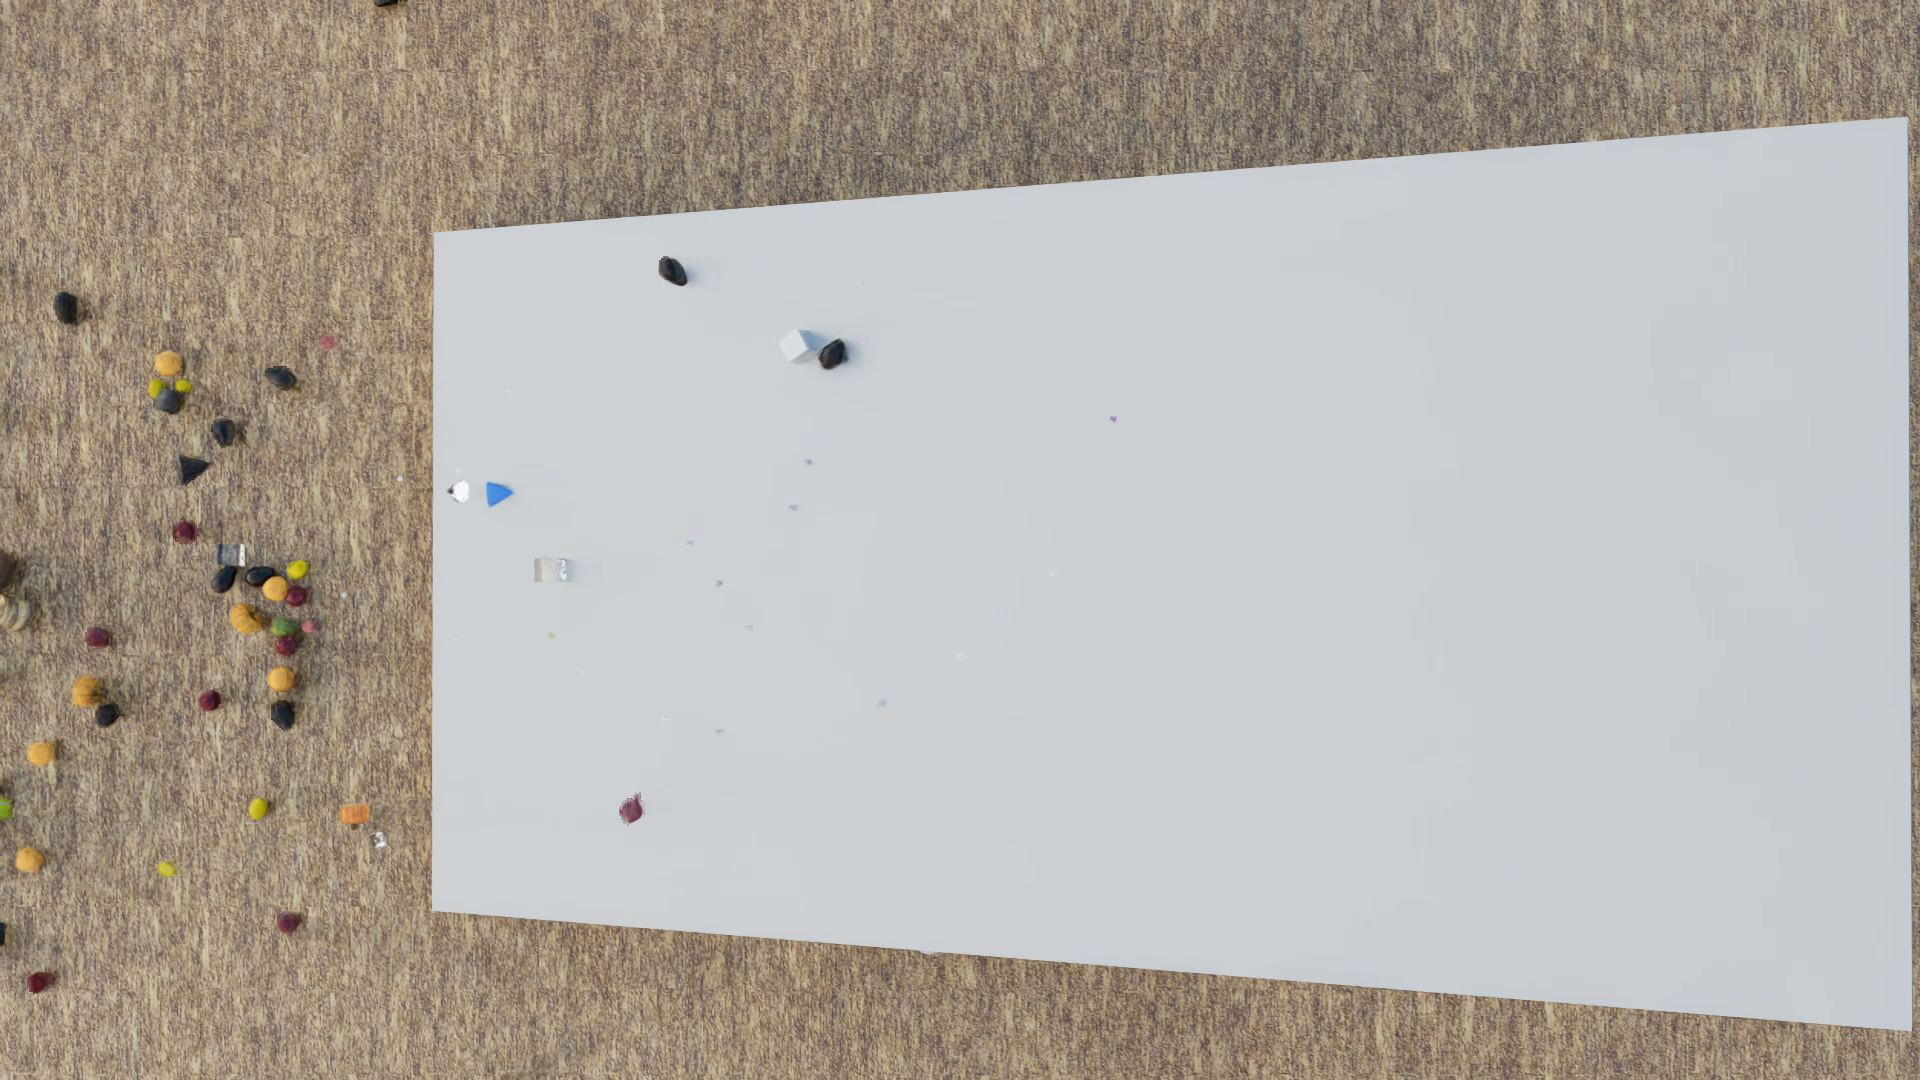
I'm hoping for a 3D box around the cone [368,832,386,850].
[{"bbox_3d":[-1.737,0.902,6.536,0.055,0.055,0.055,0,99,-2],"label":"cone"}]

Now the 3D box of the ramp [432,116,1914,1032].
[{"bbox_3d":[0.282,0.082,5.694,4.000,0.100,2.000,0,89,25],"label":"ramp"}]

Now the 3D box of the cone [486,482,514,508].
[{"bbox_3d":[-1.325,-0.135,6.364,0.078,0.078,0.078,-4,89,-2],"label":"cone"}]

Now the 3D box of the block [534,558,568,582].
[{"bbox_3d":[-1.168,0.086,6.271,0.067,0.067,0.067,-2,89,25],"label":"block"}]

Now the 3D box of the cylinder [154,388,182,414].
[{"bbox_3d":[-2.358,-0.413,6.552,0.063,0.063,0.063,23,89,0],"label":"cylinder"}]

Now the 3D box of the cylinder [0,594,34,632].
[{"bbox_3d":[-2.809,0.215,6.506,0.094,0.094,0.094,-14,66,35],"label":"cylinder"}]

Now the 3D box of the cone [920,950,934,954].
[{"bbox_3d":[-0.093,1.195,6.522,0.084,0.084,0.084,0,89,0],"label":"cone"}]

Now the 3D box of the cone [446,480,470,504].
[{"bbox_3d":[-1.480,-0.141,6.418,0.066,0.066,0.066,0,89,25],"label":"cone"}]

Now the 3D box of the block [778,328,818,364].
[{"bbox_3d":[-0.436,-0.522,5.941,0.065,0.065,0.065,-34,76,21],"label":"block"}]

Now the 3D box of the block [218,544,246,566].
[{"bbox_3d":[-2.167,0.044,6.546,0.064,0.064,0.064,4,89,0],"label":"block"}]
